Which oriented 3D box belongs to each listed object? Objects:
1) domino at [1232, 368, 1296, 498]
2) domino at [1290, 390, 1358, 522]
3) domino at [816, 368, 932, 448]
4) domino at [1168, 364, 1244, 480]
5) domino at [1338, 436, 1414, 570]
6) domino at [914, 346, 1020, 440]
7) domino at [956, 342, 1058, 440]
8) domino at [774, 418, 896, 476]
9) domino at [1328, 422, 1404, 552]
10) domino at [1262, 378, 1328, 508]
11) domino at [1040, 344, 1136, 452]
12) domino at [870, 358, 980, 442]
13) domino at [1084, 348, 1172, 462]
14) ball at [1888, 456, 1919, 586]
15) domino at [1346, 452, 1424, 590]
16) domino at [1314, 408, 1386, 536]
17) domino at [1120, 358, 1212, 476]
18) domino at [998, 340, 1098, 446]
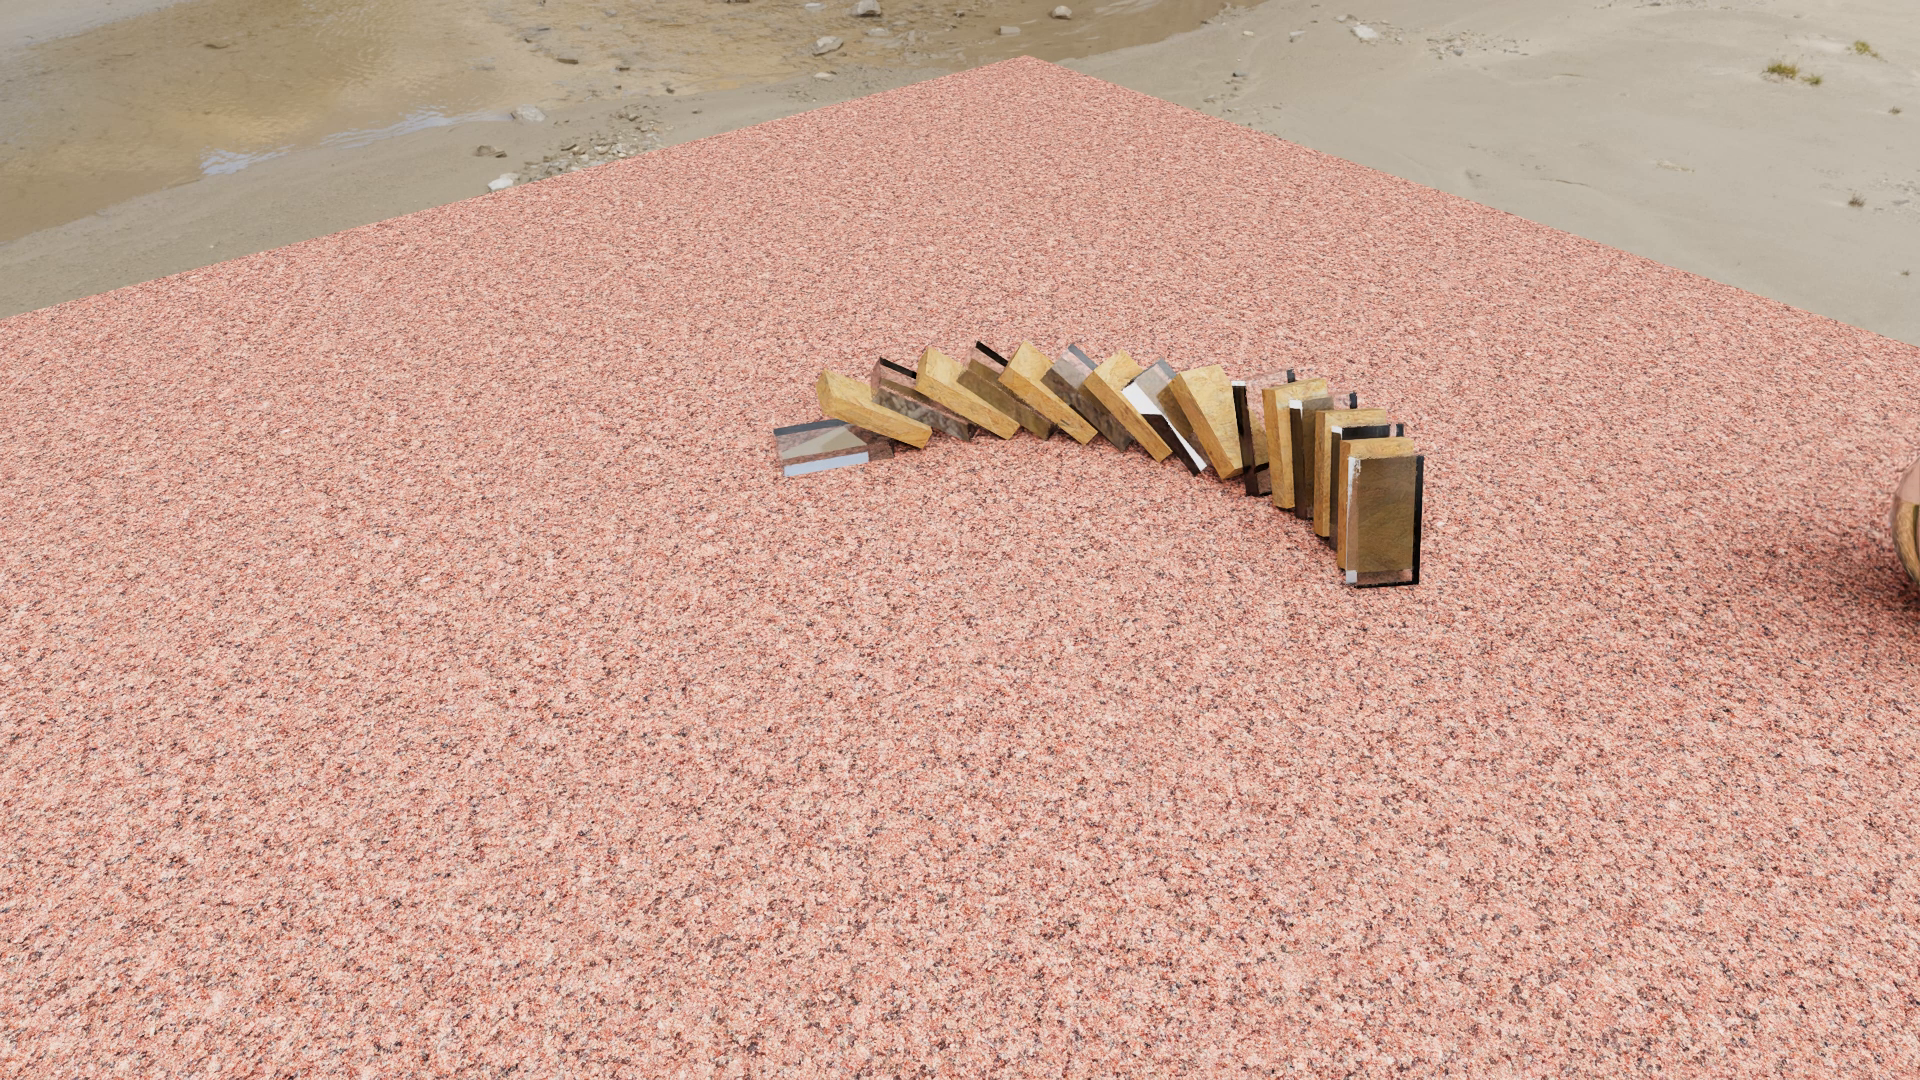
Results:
[{"bbox_3d":[0.132,-0.046,0.468,0.025,0.050,0.009,-16,14,-18],"label":"domino"},{"bbox_3d":[0.151,-0.035,0.455,0.025,0.050,0.010,-10,13,-12],"label":"domino"},{"bbox_3d":[-0.039,-0.059,0.494,0.050,0.010,0.025,17,29,-27],"label":"domino"},{"bbox_3d":[0.115,-0.053,0.486,0.025,0.010,0.050,-16,72,-31],"label":"domino"},{"bbox_3d":[0.162,-0.014,0.430,0.025,0.050,0.009,-4,12,-5],"label":"domino"},{"bbox_3d":[0.004,-0.068,0.506,0.050,0.010,0.025,27,36,-18],"label":"domino"},{"bbox_3d":[0.024,-0.069,0.507,0.050,0.010,0.025,32,39,-12],"label":"domino"},{"bbox_3d":[-0.057,-0.044,0.497,0.050,0.010,0.025,-11,41,-13],"label":"domino"},{"bbox_3d":[0.162,-0.021,0.438,0.025,0.050,0.010,-4,12,-5],"label":"domino"},{"bbox_3d":[0.143,-0.041,0.462,0.025,0.050,0.009,-14,14,-16],"label":"domino"},{"bbox_3d":[0.063,-0.065,0.503,0.050,0.009,0.025,41,46,-3],"label":"domino"},{"bbox_3d":[-0.016,-0.064,0.503,0.050,0.009,0.025,21,34,-22],"label":"domino"},{"bbox_3d":[0.082,-0.061,0.498,0.050,0.009,0.025,47,51,3],"label":"domino"},{"bbox_3d":[0.387,-0.007,0.397,0.080,0.080,0.080,0,39,0],"label":"ball"},{"bbox_3d":[0.163,-0.007,0.421,0.025,0.050,0.009,-4,12,-5],"label":"domino"},{"bbox_3d":[0.158,-0.028,0.446,0.025,0.050,0.009,-4,12,-5],"label":"domino"},{"bbox_3d":[0.097,-0.055,0.491,0.025,0.009,0.050,-36,83,-37],"label":"domino"},{"bbox_3d":[0.043,-0.068,0.506,0.050,0.010,0.025,36,42,-8],"label":"domino"}]
